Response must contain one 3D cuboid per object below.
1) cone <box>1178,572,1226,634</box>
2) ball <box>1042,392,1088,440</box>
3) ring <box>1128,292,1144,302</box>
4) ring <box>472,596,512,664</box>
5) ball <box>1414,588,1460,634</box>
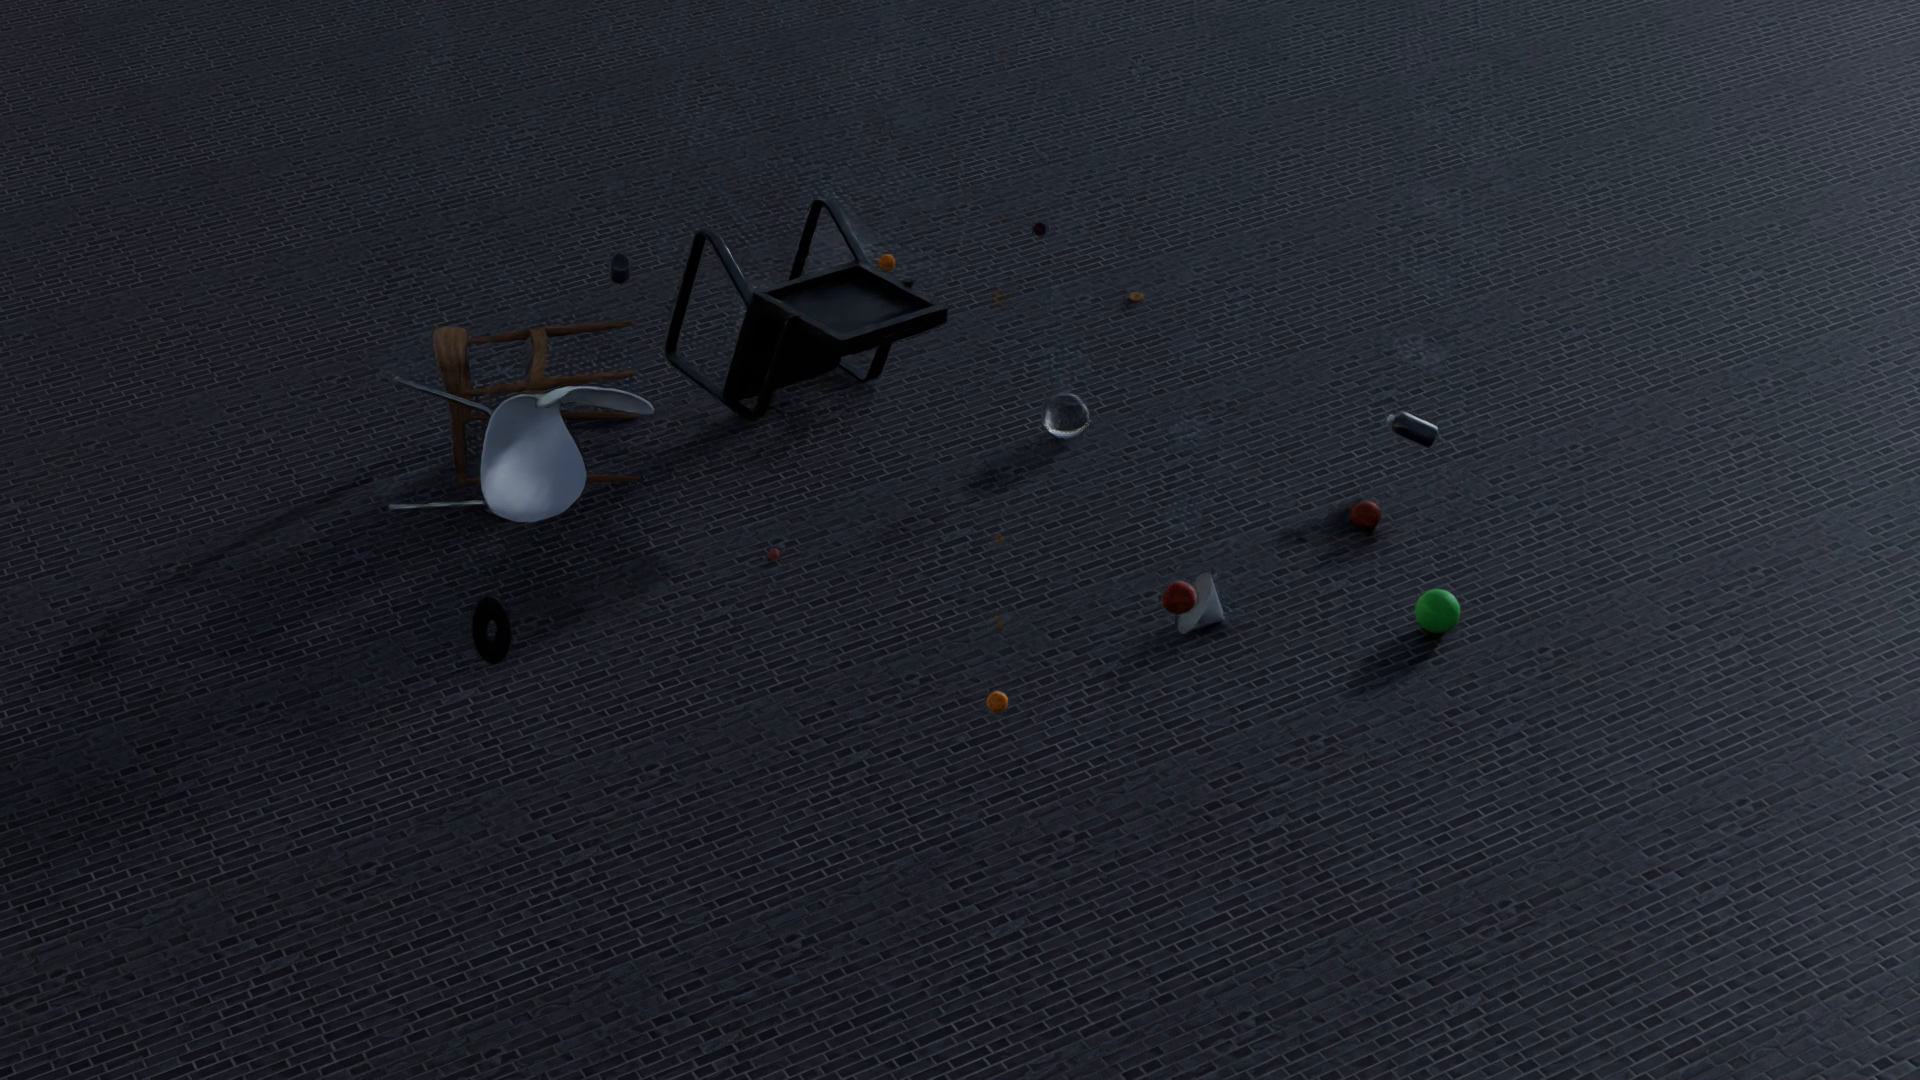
[{"bbox_3d":[0.894,0.255,10.475,0.147,0.245,0.151,28,-10,-28],"label":"cone"},{"bbox_3d":[0.415,-0.489,11.519,0.184,0.184,0.184,0,33,0],"label":"ball"},{"bbox_3d":[0.750,-1.033,12.494,0.068,0.021,0.061,-24,41,-33],"label":"ring"},{"bbox_3d":[-1.563,0.300,9.788,0.040,0.285,0.152,26,51,32],"label":"ring"},{"bbox_3d":[1.697,0.253,10.416,0.160,0.160,0.160,0,33,0],"label":"ball"}]
